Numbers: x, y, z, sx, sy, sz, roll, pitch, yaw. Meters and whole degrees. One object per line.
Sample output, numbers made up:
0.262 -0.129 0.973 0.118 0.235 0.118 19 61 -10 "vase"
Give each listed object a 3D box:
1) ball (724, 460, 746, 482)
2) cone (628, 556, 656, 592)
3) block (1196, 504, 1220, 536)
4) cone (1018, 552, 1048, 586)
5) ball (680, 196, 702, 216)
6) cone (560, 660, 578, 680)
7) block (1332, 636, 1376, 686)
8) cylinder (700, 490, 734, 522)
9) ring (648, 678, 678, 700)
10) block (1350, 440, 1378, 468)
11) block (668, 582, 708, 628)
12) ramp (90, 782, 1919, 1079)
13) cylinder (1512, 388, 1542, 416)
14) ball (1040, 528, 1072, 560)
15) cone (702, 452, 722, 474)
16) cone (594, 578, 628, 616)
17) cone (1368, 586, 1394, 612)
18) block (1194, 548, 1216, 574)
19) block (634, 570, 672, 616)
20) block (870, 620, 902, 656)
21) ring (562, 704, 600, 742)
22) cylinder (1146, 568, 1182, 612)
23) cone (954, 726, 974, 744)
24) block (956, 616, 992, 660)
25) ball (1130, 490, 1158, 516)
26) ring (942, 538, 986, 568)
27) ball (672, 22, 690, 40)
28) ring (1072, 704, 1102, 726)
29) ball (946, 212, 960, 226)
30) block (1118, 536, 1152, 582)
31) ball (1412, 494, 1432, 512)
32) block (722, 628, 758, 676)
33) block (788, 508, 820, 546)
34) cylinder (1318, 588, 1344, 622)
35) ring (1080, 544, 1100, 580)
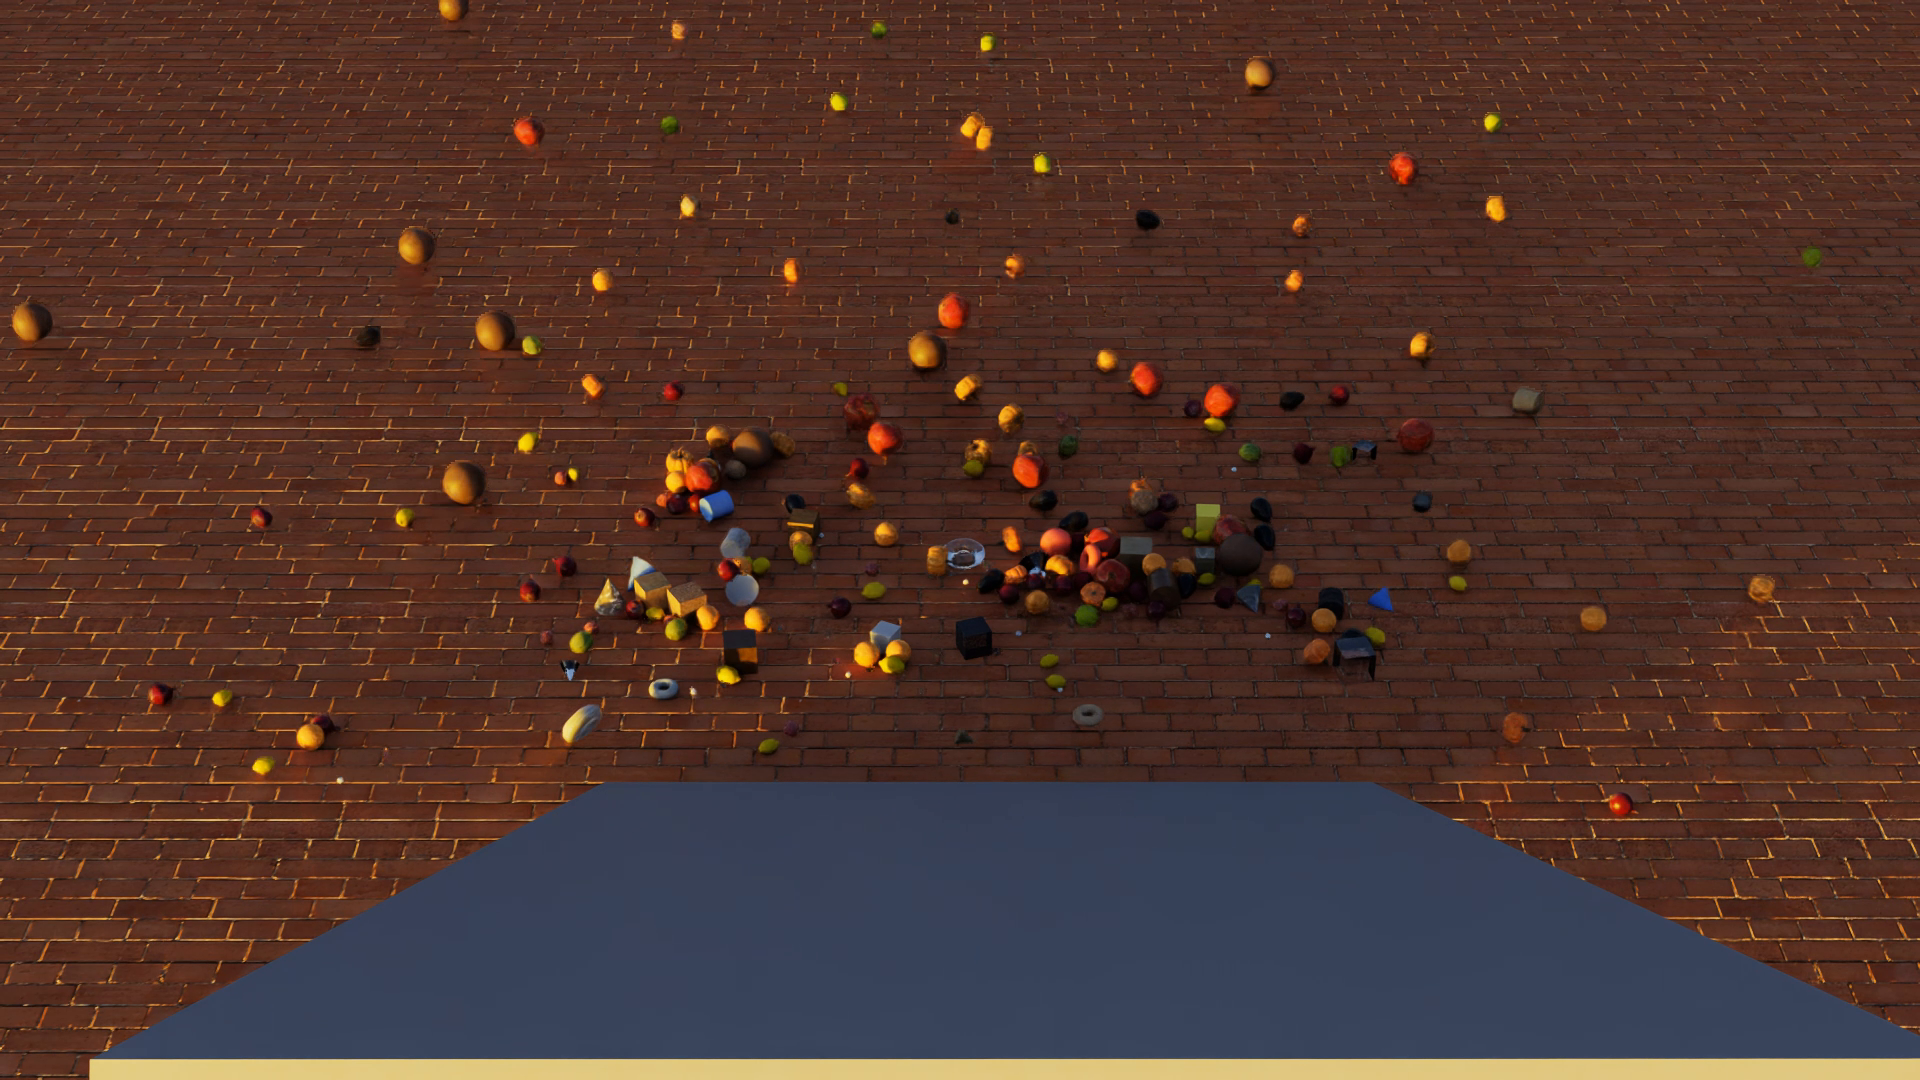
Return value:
-0.707 -0.219 8.151 0.068 0.068 0.068 0 33 0 "ball"
-0.954 0.117 7.658 0.096 0.096 0.096 23 66 30 "cone"
0.755 -0.060 7.904 0.071 0.071 0.071 2 33 3 "block"
0.234 0.099 7.687 0.093 0.093 0.093 -13 62 -18 "cone"
-1.008 -1.250 9.722 0.079 0.079 0.079 0 33 0 "ball"
-1.095 0.373 7.283 0.053 0.053 0.053 -4 60 -6 "cone"
1.105 0.339 7.273 0.092 0.092 0.092 -6 34 -9 "block"
-0.748 -0.104 7.966 0.077 0.077 0.077 -22 39 -30 "cylinder"
-0.824 0.415 7.216 0.083 0.028 0.083 -1 33 1 "ring"
1.284 -0.275 8.246 0.057 0.057 0.057 22 39 30 "block"
-0.789 0.186 7.514 0.085 0.085 0.085 -18 37 -25 "block"
0.073 0.641 4.758 2.000 0.100 4.000 0 -1 0 "ramp"
1.861 -0.455 8.506 0.073 0.073 0.073 21 39 29 "cylinder"
0.290 0.011 7.773 0.095 0.095 0.095 0 33 0 "ball"
-0.788 -0.255 8.209 0.065 0.065 0.065 0 33 0 "cone"
-1.020 0.151 7.554 0.099 0.099 0.099 0 33 0 "cone"
1.241 0.185 7.564 0.071 0.071 0.071 -27 68 -35 "cone"
0.729 0.062 7.729 0.057 0.057 0.057 1 33 2 "block"
-0.895 0.154 7.565 0.082 0.082 0.082 -17 37 -24 "block"
-0.212 0.280 7.389 0.064 0.064 0.064 17 37 24 "block"
-1.024 0.496 7.013 0.042 0.125 0.125 43 47 14 "ring"
0.594 0.146 7.568 0.093 0.093 0.093 -2 33 -2 "cylinder"
0.018 0.538 7.030 0.051 0.051 0.051 24 31 -12 "cone"
0.039 0.279 7.376 0.080 0.080 0.080 -11 35 -16 "block"
0.567 -0.114 7.975 0.083 0.083 0.083 0 33 0 "ball"
0.011 0.040 7.777 0.130 0.043 0.130 0 35 0 "ring"
-1.204 -2.193 11.170 0.075 0.075 0.075 0 33 0 "ball"
0.350 0.481 7.114 0.084 0.028 0.084 -1 33 1 "ring"
-0.029 -1.200 9.669 0.052 0.052 0.052 0 33 0 "ball"
0.522 0.055 7.706 0.094 0.094 0.094 3 33 4 "block"
1.425 -0.115 8.000 0.058 0.058 0.058 0 33 0 "ball"
-0.619 0.316 7.309 0.091 0.091 0.091 -4 33 -5 "block"
-0.473 -0.038 7.862 0.080 0.080 0.080 6 34 9 "block"
1.075 0.188 7.521 0.073 0.073 0.073 6 24 9 "cylinder"
0.386 0.066 7.684 0.037 0.110 0.110 10 30 -19 "ring"
